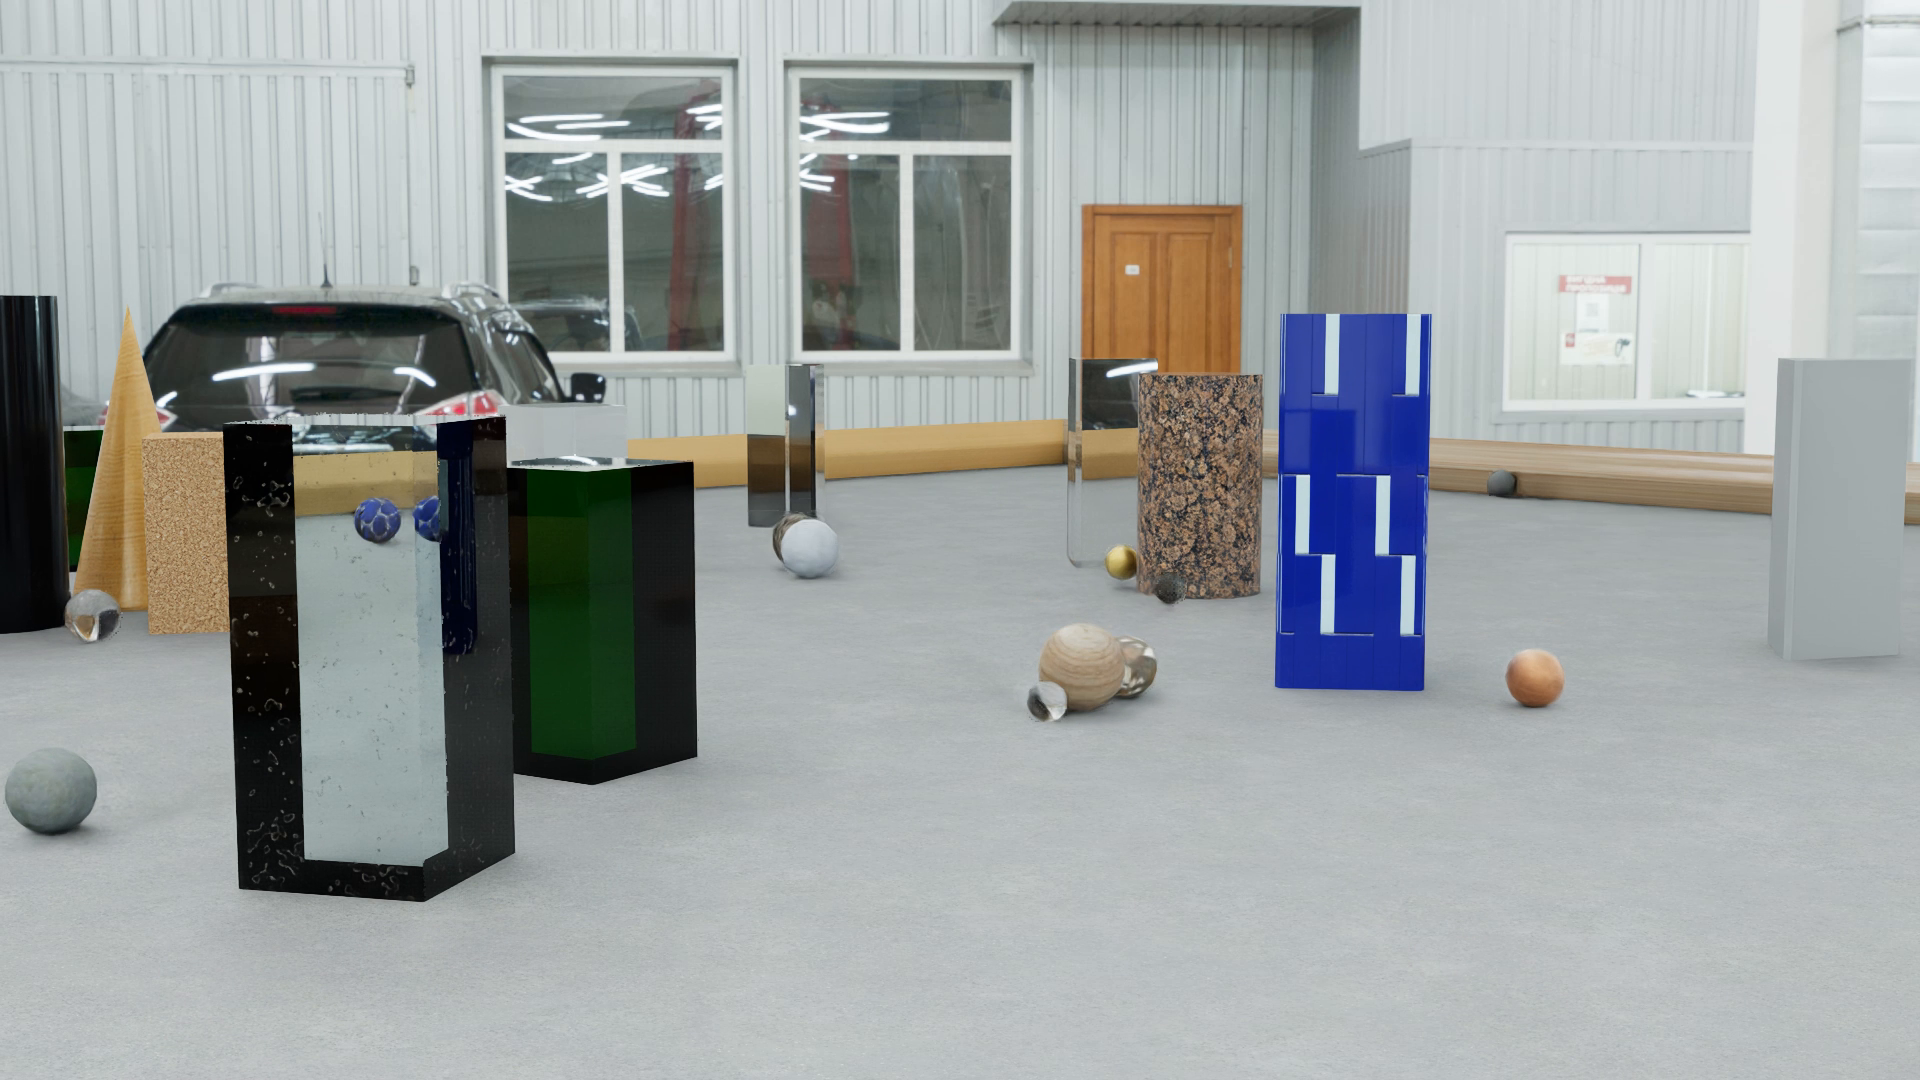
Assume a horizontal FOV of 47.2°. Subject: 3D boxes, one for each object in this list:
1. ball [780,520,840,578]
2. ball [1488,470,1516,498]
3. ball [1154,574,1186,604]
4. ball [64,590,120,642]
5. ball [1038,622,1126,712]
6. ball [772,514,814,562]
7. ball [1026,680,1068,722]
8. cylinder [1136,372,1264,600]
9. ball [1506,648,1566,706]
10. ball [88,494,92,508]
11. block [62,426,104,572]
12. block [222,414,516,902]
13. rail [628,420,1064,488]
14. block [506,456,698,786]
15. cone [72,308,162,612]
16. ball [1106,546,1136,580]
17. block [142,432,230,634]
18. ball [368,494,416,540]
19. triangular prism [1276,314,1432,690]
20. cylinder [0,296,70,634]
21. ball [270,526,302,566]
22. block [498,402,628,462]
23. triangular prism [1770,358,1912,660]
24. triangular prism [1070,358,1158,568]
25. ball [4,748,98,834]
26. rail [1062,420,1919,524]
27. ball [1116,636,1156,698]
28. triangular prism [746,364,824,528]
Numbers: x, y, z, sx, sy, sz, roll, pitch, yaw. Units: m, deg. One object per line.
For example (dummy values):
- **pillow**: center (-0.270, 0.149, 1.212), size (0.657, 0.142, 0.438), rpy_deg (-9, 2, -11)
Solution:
- **ball**: center (-0.250, 0.014, 3.667), size (0.098, 0.098, 0.098), rpy_deg (0, 6, 0)
- **ball**: center (1.293, -0.135, 5.249), size (0.064, 0.064, 0.064), rpy_deg (0, 6, 0)
- **ball**: center (0.319, 0.074, 3.345), size (0.046, 0.046, 0.046), rpy_deg (0, 6, 0)
- **ball**: center (-1.169, 0.102, 2.960), size (0.071, 0.071, 0.071), rpy_deg (0, 6, 0)
- **ball**: center (0.135, 0.141, 2.449), size (0.098, 0.098, 0.098), rpy_deg (0, 6, 0)
- **ball**: center (-0.280, 0.001, 3.821), size (0.093, 0.093, 0.093), rpy_deg (0, 6, 0)
- **ball**: center (0.095, 0.175, 2.385), size (0.044, 0.044, 0.044), rpy_deg (0, 6, 0)
- **cylinder**: center (0.379, -0.090, 3.477), size (0.196, 0.345, 0.196), rpy_deg (0, 6, 0)
- **ball**: center (0.648, 0.155, 2.477), size (0.065, 0.065, 0.065), rpy_deg (0, 6, 0)
- **ball**: center (-1.711, -0.066, 4.441), size (0.096, 0.096, 0.096), rpy_deg (0, 6, 0)
- **block**: center (-1.489, -0.076, 3.839), size (0.157, 0.241, 0.157), rpy_deg (-4, 7, -31)
- **block**: center (-0.461, 0.085, 1.734), size (0.157, 0.359, 0.157), rpy_deg (2, 6, 14)
- **rail**: center (-1.389, -0.123, 4.829), size (4.640, 0.127, 0.045), rpy_deg (-5, 8, -42)
- **block**: center (-0.371, 0.072, 2.158), size (0.157, 0.296, 0.157), rpy_deg (4, 7, 32)
- **cone**: center (-1.251, -0.129, 3.329), size (0.196, 0.454, 0.196), rpy_deg (0, 6, 0)
- **ball**: center (0.263, 0.037, 3.547), size (0.056, 0.056, 0.056), rpy_deg (0, 6, 0)
- **block**: center (-1.060, -0.014, 3.106), size (0.157, 0.270, 0.157), rpy_deg (-2, 6, -15)
- **ball**: center (-1.102, -0.044, 4.267), size (0.089, 0.089, 0.089), rpy_deg (0, 6, 0)
- **triangular prism**: center (0.468, -0.051, 2.641), size (0.170, 0.440, 0.147), rpy_deg (1, 6, 7)
- **cylinder**: center (-1.366, -0.110, 3.094), size (0.196, 0.464, 0.196), rpy_deg (0, 6, 0)
- **ball**: center (-1.183, 0.010, 3.825), size (0.072, 0.072, 0.072), rpy_deg (0, 6, 0)
- **block**: center (-0.667, -0.084, 3.698), size (0.157, 0.286, 0.157), rpy_deg (-5, 8, -39)
- **triangular prism**: center (1.115, -0.046, 2.881), size (0.170, 0.381, 0.147), rpy_deg (-2, 6, -17)
- **triangular prism**: center (0.237, -0.142, 3.899), size (0.170, 0.360, 0.147), rpy_deg (-4, 7, -32)
- **ball**: center (-0.775, 0.214, 1.876), size (0.073, 0.073, 0.073), rpy_deg (0, 6, 0)
- **rail**: center (1.688, -0.129, 4.881), size (0.045, 0.127, 4.143), rpy_deg (-5, 8, -42)
- **ball**: center (0.191, 0.146, 2.536), size (0.071, 0.071, 0.071), rpy_deg (0, 6, 0)
- **triangular prism**: center (-0.327, -0.196, 4.543), size (0.170, 0.333, 0.147), rpy_deg (4, 7, 33)
